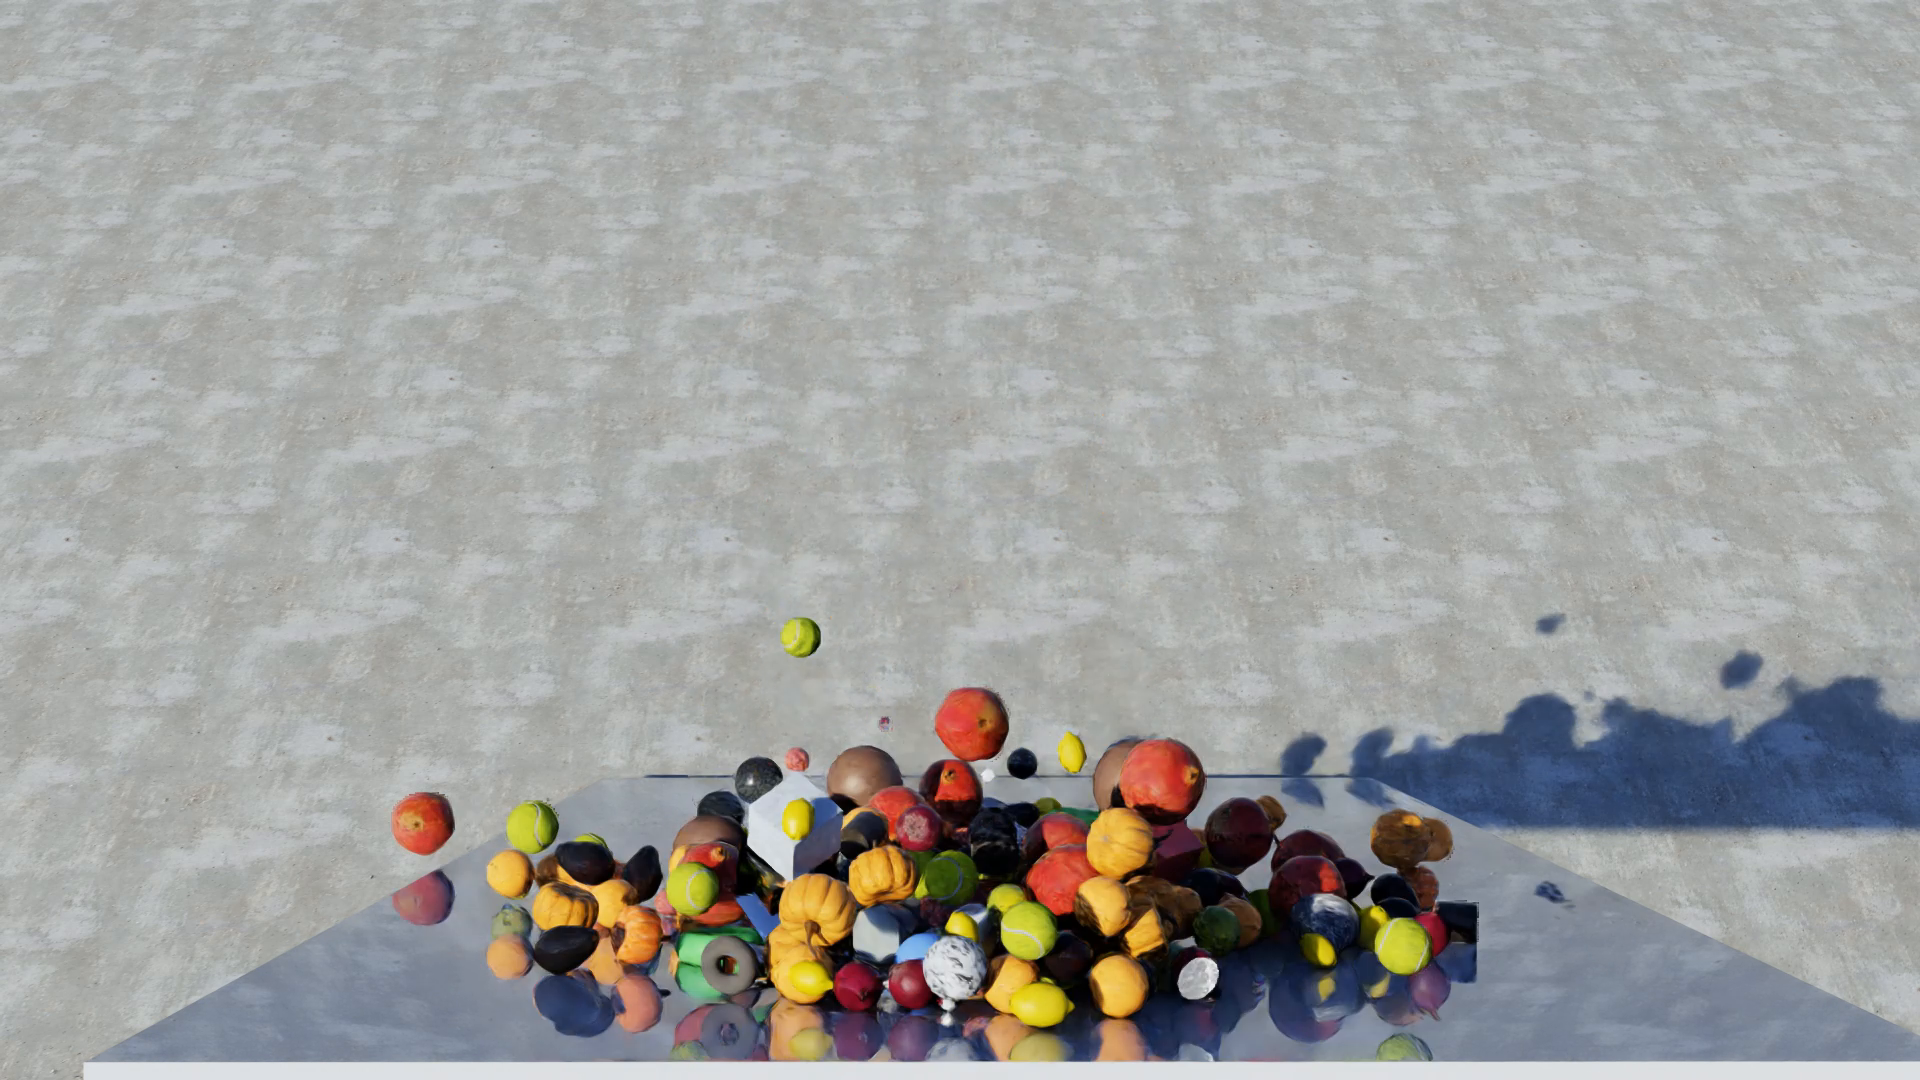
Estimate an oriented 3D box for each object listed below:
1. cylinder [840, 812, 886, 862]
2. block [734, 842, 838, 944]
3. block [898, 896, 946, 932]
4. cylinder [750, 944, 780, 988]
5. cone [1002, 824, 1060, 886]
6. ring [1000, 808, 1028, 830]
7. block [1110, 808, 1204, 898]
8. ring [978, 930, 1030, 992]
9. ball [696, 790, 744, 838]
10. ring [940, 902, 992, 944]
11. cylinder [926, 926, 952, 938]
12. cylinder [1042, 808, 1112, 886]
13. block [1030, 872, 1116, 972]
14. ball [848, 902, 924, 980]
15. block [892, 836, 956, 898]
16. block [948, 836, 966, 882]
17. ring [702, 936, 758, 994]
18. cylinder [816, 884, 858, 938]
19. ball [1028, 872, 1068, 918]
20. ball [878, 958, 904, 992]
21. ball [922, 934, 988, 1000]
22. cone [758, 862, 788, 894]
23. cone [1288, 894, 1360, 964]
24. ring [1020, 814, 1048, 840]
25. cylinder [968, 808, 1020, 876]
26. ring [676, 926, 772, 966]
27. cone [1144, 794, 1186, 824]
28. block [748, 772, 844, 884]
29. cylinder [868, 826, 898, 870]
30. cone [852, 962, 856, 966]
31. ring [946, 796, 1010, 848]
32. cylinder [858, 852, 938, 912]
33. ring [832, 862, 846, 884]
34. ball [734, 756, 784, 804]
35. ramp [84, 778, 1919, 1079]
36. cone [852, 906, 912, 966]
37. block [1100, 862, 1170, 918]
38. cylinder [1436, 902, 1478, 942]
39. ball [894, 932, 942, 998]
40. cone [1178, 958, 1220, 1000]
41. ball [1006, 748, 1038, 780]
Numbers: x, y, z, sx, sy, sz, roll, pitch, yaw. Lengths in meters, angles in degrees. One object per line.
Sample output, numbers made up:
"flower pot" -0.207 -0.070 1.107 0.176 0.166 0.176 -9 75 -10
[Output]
"cylinder" -0.139 0.417 3.647 0.052 0.052 0.052 15 28 22
"block" -0.221 0.438 3.297 0.093 0.093 0.093 -13 40 -28
"block" -0.060 0.514 3.410 0.062 0.062 0.062 16 50 -24
"cylinder" -0.264 0.537 3.265 0.057 0.057 0.057 14 28 -21
"cone" 0.076 0.426 3.698 0.096 0.096 0.096 -31 87 -38
"ring" 0.071 0.514 4.406 0.125 0.125 0.042 26 32 34
"block" 0.278 0.441 3.655 0.080 0.080 0.080 -10 45 -38
"ring" 0.039 0.526 3.231 0.105 0.035 0.105 -27 14 7
"ball" -0.449 0.514 4.858 0.090 0.090 0.090 0 33 0
"ring" 0.003 0.495 3.274 0.089 0.030 0.089 -34 18 13
"cylinder" -0.022 0.515 3.205 0.052 0.052 0.052 -13 35 -19
"cylinder" 0.176 0.463 3.899 0.095 0.095 0.095 6 10 -1
"block" 0.147 0.497 3.377 0.076 0.076 0.076 27 42 29
"ball" -0.093 0.505 3.270 0.098 0.098 0.098 0 33 0
"block" -0.059 0.531 4.214 0.090 0.090 0.090 0 -1 -12
"block" -0.031 0.545 4.416 0.071 0.071 0.071 0 -1 -12
"ring" -0.280 0.518 3.157 0.075 0.075 0.025 11 13 17
"cylinder" -0.190 0.513 3.631 0.072 0.072 0.072 21 28 -18
"ball" 0.143 0.521 3.719 0.091 0.091 0.091 0 33 0
"ball" -0.075 0.532 3.196 0.052 0.052 0.052 0 33 0
"ball" -0.005 0.498 3.017 0.076 0.076 0.076 0 33 0
"cone" -0.286 0.531 4.015 0.054 0.054 0.054 4 44 -4
"cone" 0.487 0.543 3.490 0.097 0.097 0.097 6 27 9
"ring" 0.170 0.571 5.159 0.134 0.045 0.134 -1 -1 0
"cylinder" 0.044 0.393 3.377 0.062 0.062 0.062 -2 40 -3
"ring" -0.317 0.543 3.469 0.128 0.043 0.128 -1 -2 0
"cone" 0.347 0.514 4.684 0.088 0.088 0.088 17 55 -25
"block" -0.206 0.360 3.243 0.083 0.083 0.083 38 54 26
"cylinder" -0.125 0.526 4.371 0.062 0.062 0.062 -29 8 4
"cone" -0.108 0.526 3.446 0.075 0.075 0.075 0 -1 0
"ring" 0.039 0.536 4.898 0.130 0.130 0.043 -2 43 -3
"cylinder" -0.089 0.506 3.693 0.088 0.088 0.088 13 54 19
"ring" -0.244 0.550 4.218 0.120 0.040 0.120 -8 -6 -1
"ball" -0.254 0.304 3.274 0.062 0.062 0.062 0 33 0
"ramp" 0.072 0.635 4.741 2.000 0.100 4.000 0 -1 0
"cone" -0.080 0.485 3.182 0.074 0.074 0.074 27 11 35
"block" 0.268 0.535 3.970 0.076 0.076 0.076 1 -1 -31
"cylinder" 0.700 0.539 3.655 0.056 0.056 0.056 1 32 14
"ball" -0.041 0.514 3.130 0.079 0.079 0.079 0 33 0
"cone" 0.291 0.522 3.022 0.054 0.054 0.054 -23 45 25
"ball" 0.110 0.392 4.544 0.054 0.054 0.054 0 33 0
